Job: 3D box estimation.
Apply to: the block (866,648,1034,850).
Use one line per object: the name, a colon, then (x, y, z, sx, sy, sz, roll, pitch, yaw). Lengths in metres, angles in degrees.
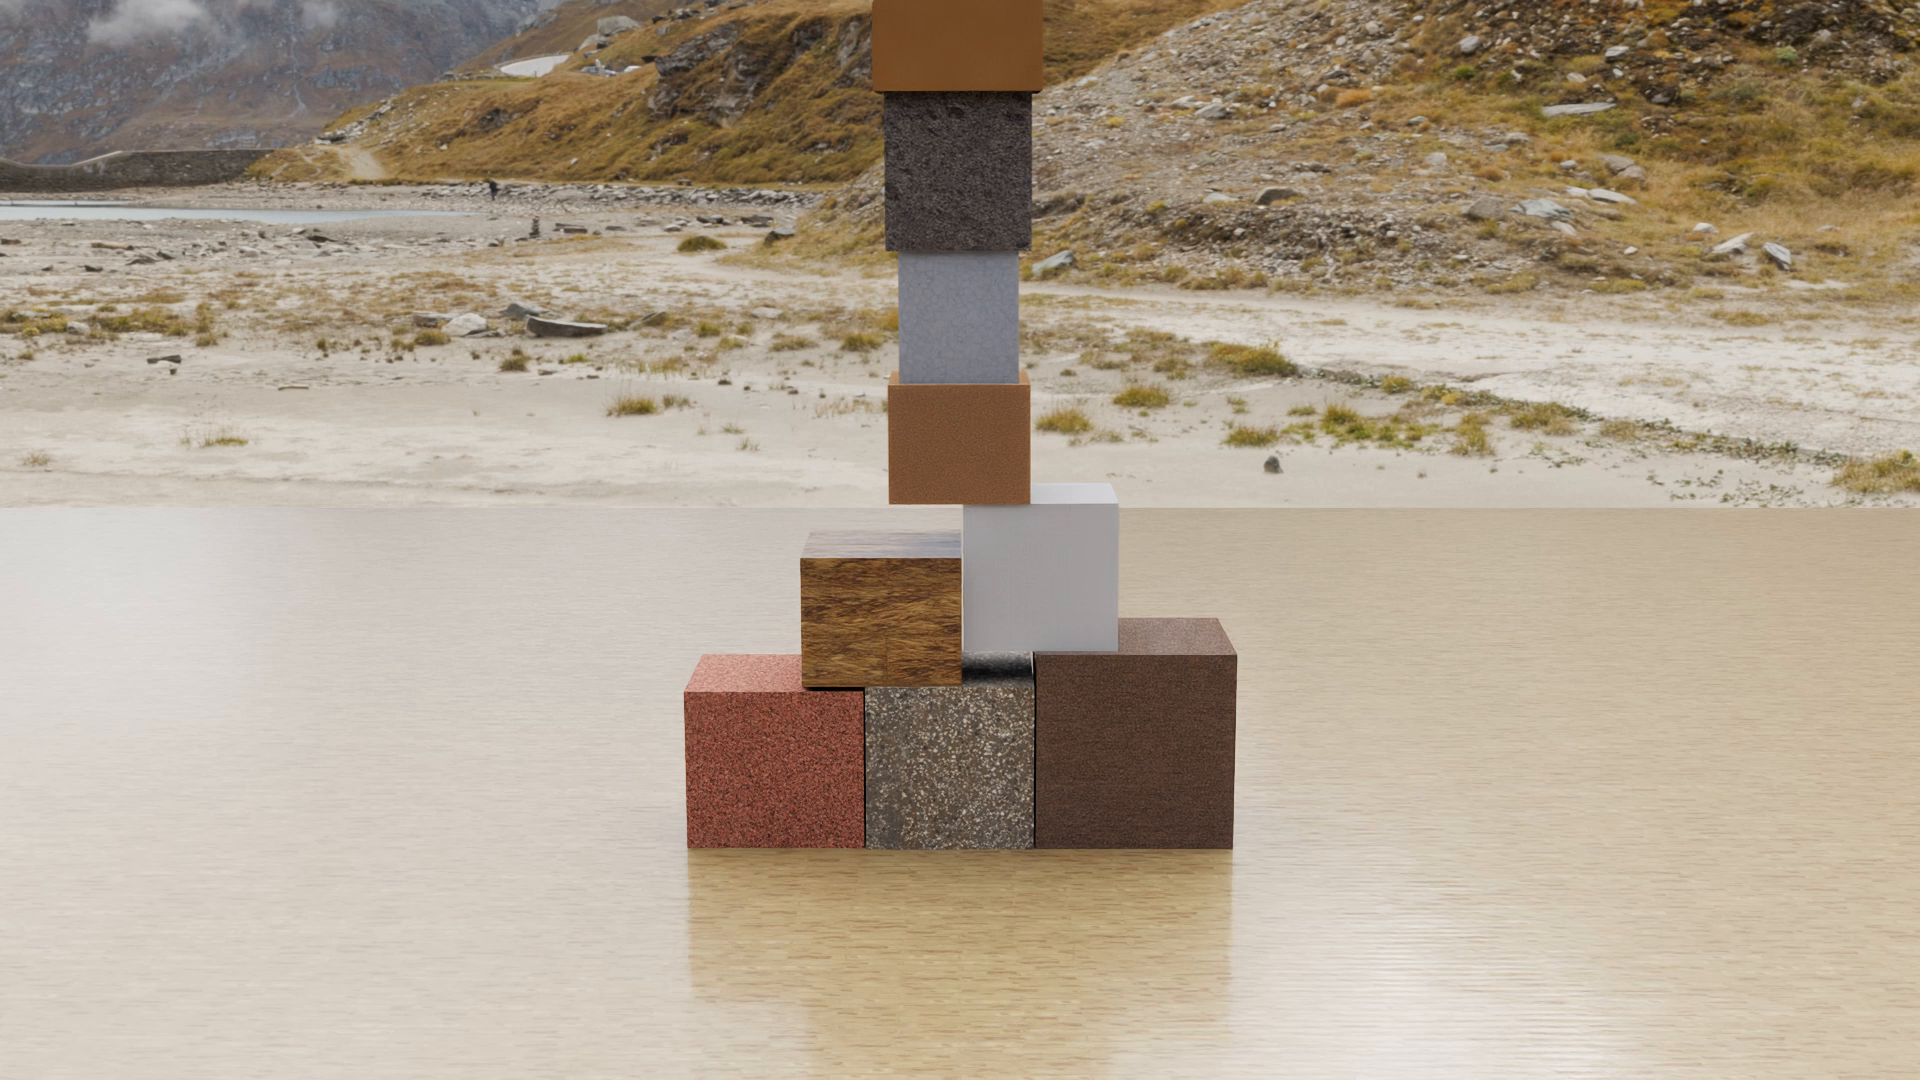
block: (-0.050, 1.064, 11.376, 0.839, 0.836, 0.862, 0, 10, 0)

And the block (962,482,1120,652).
block: (0.400, 0.128, 11.191, 0.766, 0.743, 0.656, 0, 10, 0)

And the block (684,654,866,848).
block: (-0.925, 1.078, 11.374, 0.890, 0.809, 0.808, 0, 10, 0)

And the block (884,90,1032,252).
block: (-0.008, -1.825, 10.862, 0.703, 0.755, 0.703, 0, 10, 0)

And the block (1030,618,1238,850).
block: (0.875, 0.982, 11.368, 0.991, 1.001, 0.862, 0, 10, 0)

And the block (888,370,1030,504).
block: (-0.004, -0.526, 11.074, 0.695, 0.587, 0.693, 0, 10, 0)

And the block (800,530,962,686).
block: (-0.388, 0.335, 11.234, 0.792, 0.649, 0.806, 0, 10, 0)

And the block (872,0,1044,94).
block: (-0.011, -2.549, 10.725, 0.804, 0.719, 0.803, 0, 10, 0)

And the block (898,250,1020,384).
block: (-0.006, -1.136, 10.985, 0.585, 0.645, 0.631, 0, 10, 0)
